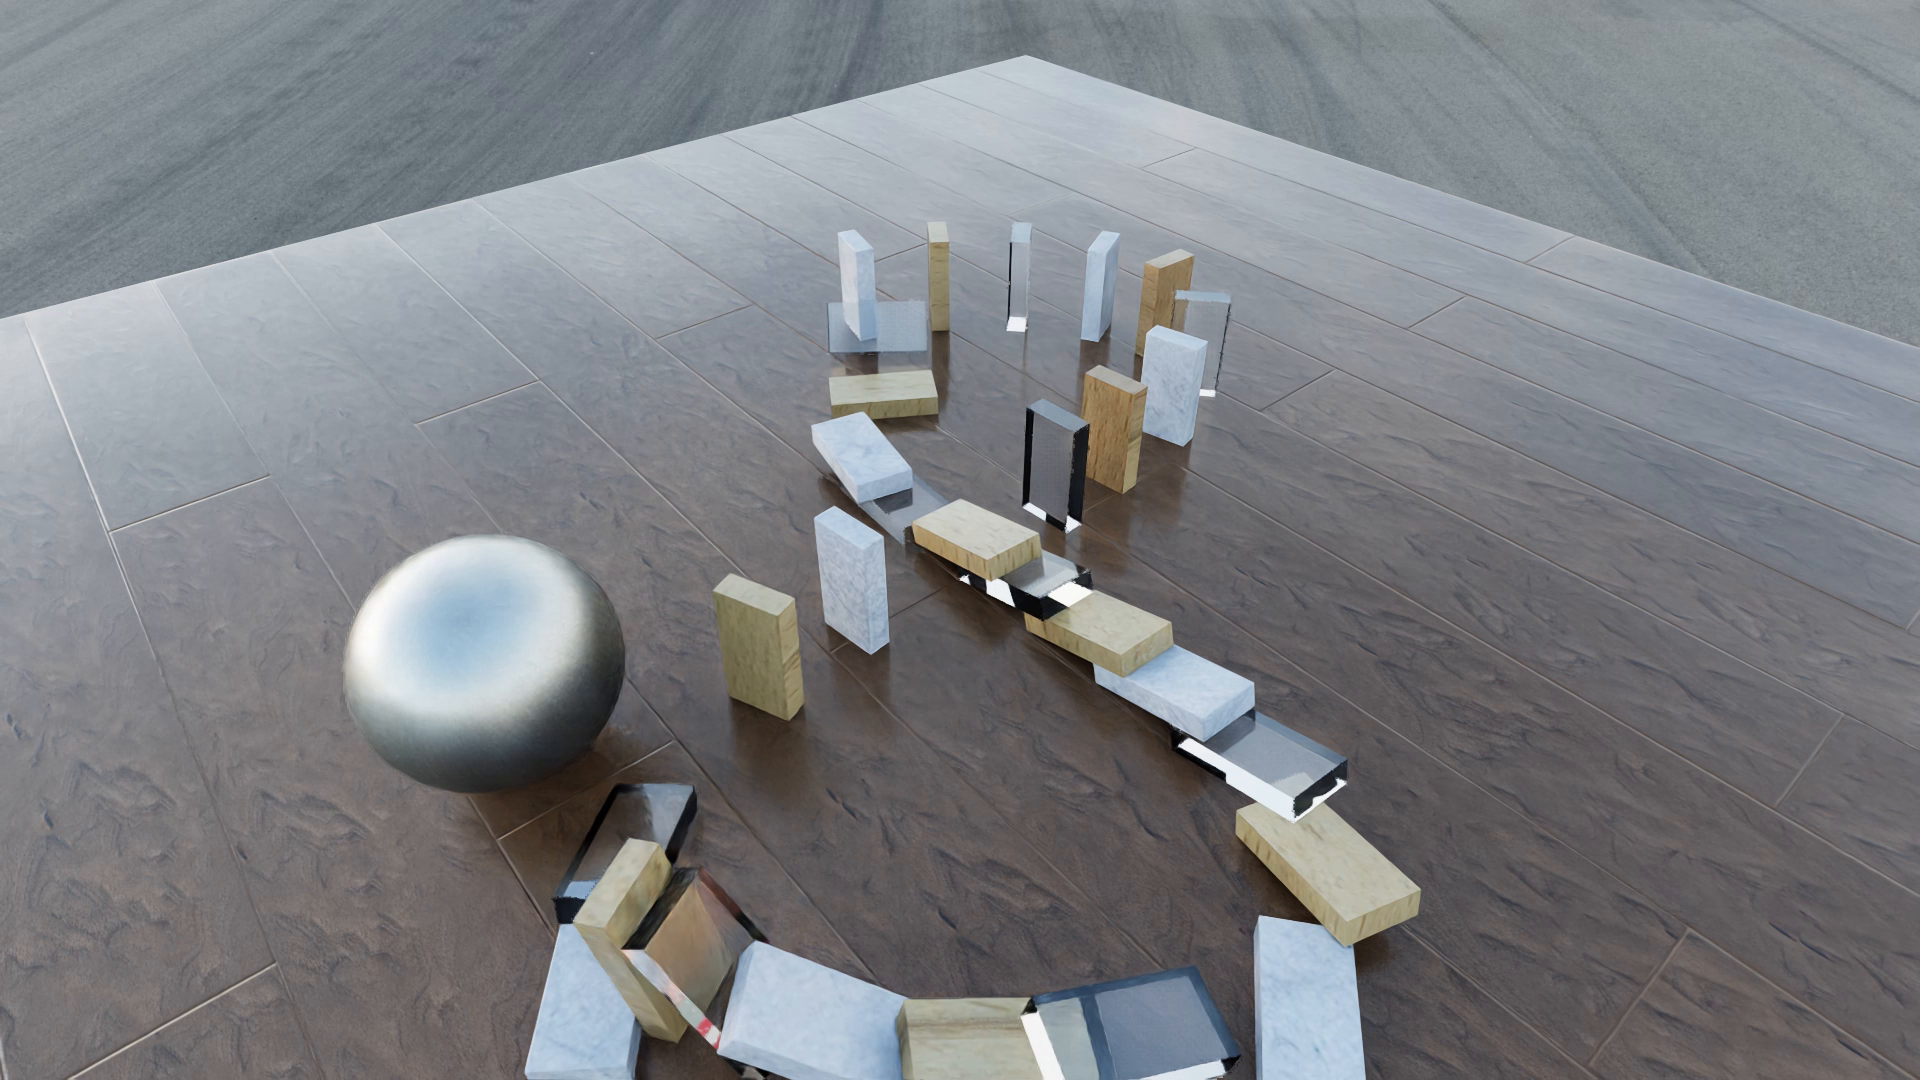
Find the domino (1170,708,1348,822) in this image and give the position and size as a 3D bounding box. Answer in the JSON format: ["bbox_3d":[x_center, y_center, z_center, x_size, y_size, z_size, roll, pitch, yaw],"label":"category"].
[{"bbox_3d":[0.094,0.068,0.350,0.025,0.010,0.050,-25,31,-28],"label":"domino"}]

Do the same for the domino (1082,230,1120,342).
[{"bbox_3d":[0.073,-0.132,0.572,0.009,0.050,0.025,15,42,17],"label":"domino"}]

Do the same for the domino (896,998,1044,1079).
[{"bbox_3d":[0.011,0.129,0.276,0.050,0.010,0.025,6,37,-16],"label":"domino"}]

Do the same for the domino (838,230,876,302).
[{"bbox_3d":[-0.053,-0.133,0.573,0.010,0.050,0.025,-17,42,-19],"label":"domino"}]

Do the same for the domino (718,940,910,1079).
[{"bbox_3d":[-0.033,0.122,0.274,0.050,0.009,0.025,28,36,-18],"label":"domino"}]

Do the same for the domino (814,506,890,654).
[{"bbox_3d":[-0.038,0.015,0.393,0.025,0.050,0.010,31,48,32],"label":"domino"}]

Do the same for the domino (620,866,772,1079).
[{"bbox_3d":[-0.060,0.110,0.280,0.010,0.050,0.025,-16,27,37],"label":"domino"}]

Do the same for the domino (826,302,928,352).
[{"bbox_3d":[-0.042,-0.109,0.563,0.050,0.025,0.009,-1,12,-2],"label":"domino"}]

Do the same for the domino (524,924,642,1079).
[{"bbox_3d":[-0.098,0.120,0.297,0.025,0.009,0.050,-2,39,-3],"label":"domino"}]

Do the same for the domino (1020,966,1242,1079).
[{"bbox_3d":[0.043,0.126,0.279,0.050,0.010,0.025,1,39,-25],"label":"domino"}]

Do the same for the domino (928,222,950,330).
[{"bbox_3d":[-0.011,-0.139,0.581,0.010,0.050,0.025,-3,39,-4],"label":"domino"}]

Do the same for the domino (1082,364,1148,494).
[{"bbox_3d":[0.064,-0.047,0.469,0.025,0.050,0.009,31,48,32],"label":"domino"}]

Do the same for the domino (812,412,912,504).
[{"bbox_3d":[-0.043,-0.036,0.473,0.025,0.010,0.050,-18,43,-21],"label":"domino"}]

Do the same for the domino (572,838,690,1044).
[{"bbox_3d":[-0.079,0.104,0.284,0.010,0.050,0.025,2,38,23],"label":"domino"}]

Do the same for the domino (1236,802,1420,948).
[{"bbox_3d":[0.106,0.093,0.321,0.025,0.010,0.050,-15,28,-18],"label":"domino"}]

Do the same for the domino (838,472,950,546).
[{"bbox_3d":[-0.028,-0.018,0.466,0.025,0.010,0.050,-26,46,-28],"label":"domino"}]

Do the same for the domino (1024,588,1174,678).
[{"bbox_3d":[0.049,0.031,0.395,0.025,0.010,0.050,-27,31,-29],"label":"domino"}]

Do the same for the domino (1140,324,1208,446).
[{"bbox_3d":[0.095,-0.069,0.496,0.025,0.050,0.009,25,46,27],"label":"domino"}]

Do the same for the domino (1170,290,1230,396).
[{"bbox_3d":[0.113,-0.094,0.526,0.025,0.050,0.010,6,40,7],"label":"domino"}]

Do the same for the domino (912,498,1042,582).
[{"bbox_3d":[0.006,-0.001,0.429,0.025,0.010,0.050,-26,32,-28],"label":"domino"}]

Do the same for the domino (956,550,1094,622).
[{"bbox_3d":[0.024,0.013,0.418,0.025,0.010,0.050,-27,32,-29],"label":"domino"}]

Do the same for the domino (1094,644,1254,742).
[{"bbox_3d":[0.072,0.049,0.375,0.025,0.009,0.050,-27,32,-29],"label":"domino"}]

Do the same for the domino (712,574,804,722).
[{"bbox_3d":[-0.067,0.036,0.366,0.025,0.050,0.010,19,43,19],"label":"domino"}]

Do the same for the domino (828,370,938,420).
[{"bbox_3d":[-0.037,-0.069,0.528,0.050,0.010,0.025,-5,40,-6],"label":"domino"}]

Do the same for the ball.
[{"bbox_3d":[-0.146,0.038,0.341,0.080,0.080,0.080,0,39,0],"label":"ball"}]

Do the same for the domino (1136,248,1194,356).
[{"bbox_3d":[0.103,-0.119,0.557,0.025,0.050,0.009,-27,46,-29],"label":"domino"}]

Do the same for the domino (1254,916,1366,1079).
[{"bbox_3d":[0.091,0.126,0.290,0.025,0.010,0.050,7,40,8],"label":"domino"}]

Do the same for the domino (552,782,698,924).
[{"bbox_3d":[-0.097,0.091,0.322,0.025,0.010,0.050,1,25,4],"label":"domino"}]

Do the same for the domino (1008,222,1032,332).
[{"bbox_3d":[0.032,-0.139,0.581,0.009,0.050,0.025,4,40,5],"label":"domino"}]

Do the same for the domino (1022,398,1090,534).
[{"bbox_3d":[0.039,-0.030,0.448,0.010,0.050,0.025,-31,49,-32],"label":"domino"}]
